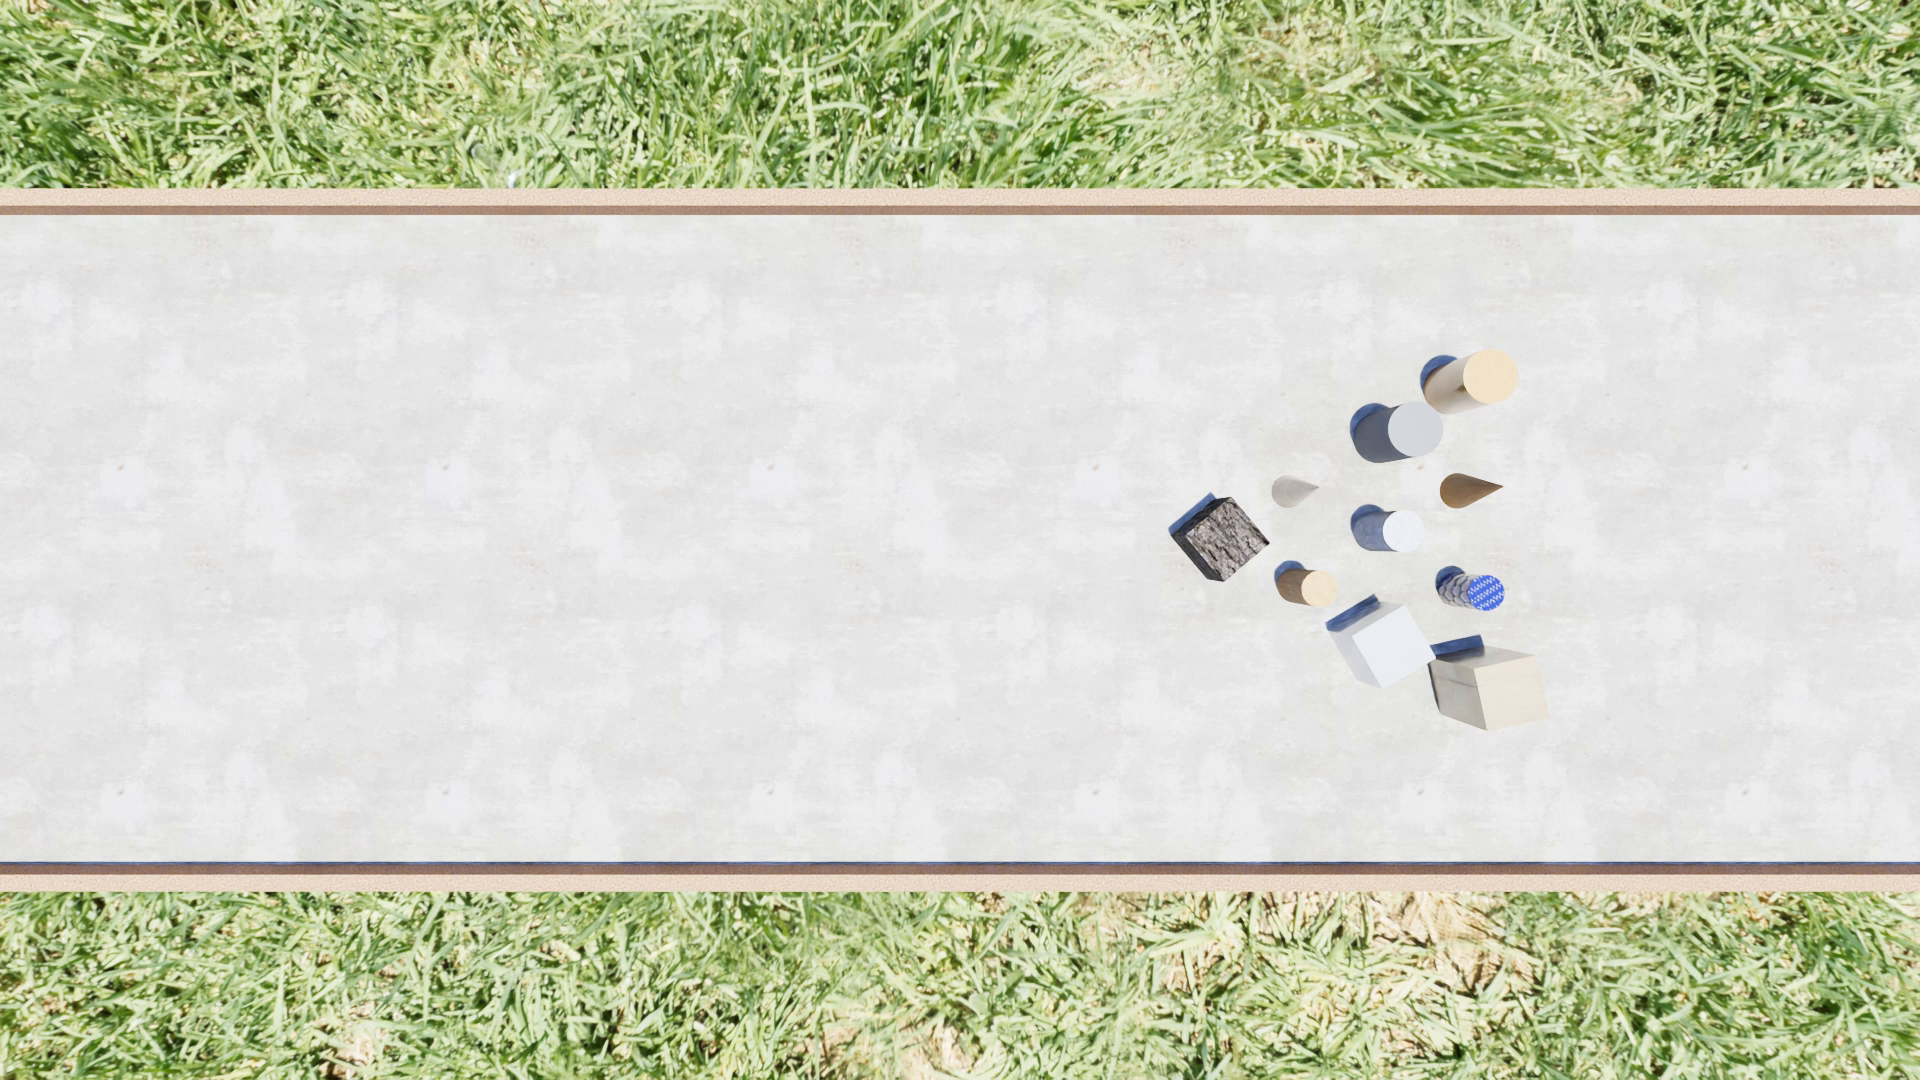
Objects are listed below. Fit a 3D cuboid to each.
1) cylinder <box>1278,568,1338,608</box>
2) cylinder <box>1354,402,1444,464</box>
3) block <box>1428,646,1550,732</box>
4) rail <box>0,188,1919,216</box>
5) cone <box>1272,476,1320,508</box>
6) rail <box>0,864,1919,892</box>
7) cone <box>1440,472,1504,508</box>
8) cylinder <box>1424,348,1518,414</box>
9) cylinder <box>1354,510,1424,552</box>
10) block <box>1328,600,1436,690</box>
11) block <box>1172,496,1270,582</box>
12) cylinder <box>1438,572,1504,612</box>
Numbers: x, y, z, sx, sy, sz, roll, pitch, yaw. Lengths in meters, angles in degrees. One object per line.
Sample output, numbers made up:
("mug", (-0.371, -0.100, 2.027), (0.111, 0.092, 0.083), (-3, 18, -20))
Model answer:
("cylinder", (1.029, 0.140, 4.895), (0.105, 0.364, 0.105), (0, 90, 0))
("cylinder", (1.288, -0.314, 4.869), (0.157, 0.414, 0.157), (0, 90, 0))
("block", (1.546, 0.429, 4.847), (0.179, 0.459, 0.179), (-12, 90, 0))
("rail", (-2.247, -1.025, 5.002), (12.000, 0.150, 0.050), (0, 90, 0))
("cone", (1.010, -0.149, 4.851), (0.102, 0.451, 0.102), (0, 90, 0))
("rail", (-2.247, 1.025, 5.001), (12.000, 0.150, 0.050), (0, 90, 0))
("cone", (1.531, -0.151, 4.856), (0.111, 0.442, 0.111), (0, 90, 0))
("cylinder", (1.504, -0.464, 4.875), (0.156, 0.403, 0.156), (0, 90, 0))
("cylinder", (1.271, -0.025, 4.899), (0.120, 0.356, 0.120), (0, 90, 0))
("block", (1.253, 0.309, 4.920), (0.179, 0.313, 0.179), (-31, 90, 0))
("block", (0.771, -0.002, 4.913), (0.175, 0.326, 0.175), (-40, 90, 0))
("cylinder", (1.522, 0.153, 4.921), (0.104, 0.310, 0.104), (0, 90, 0))
